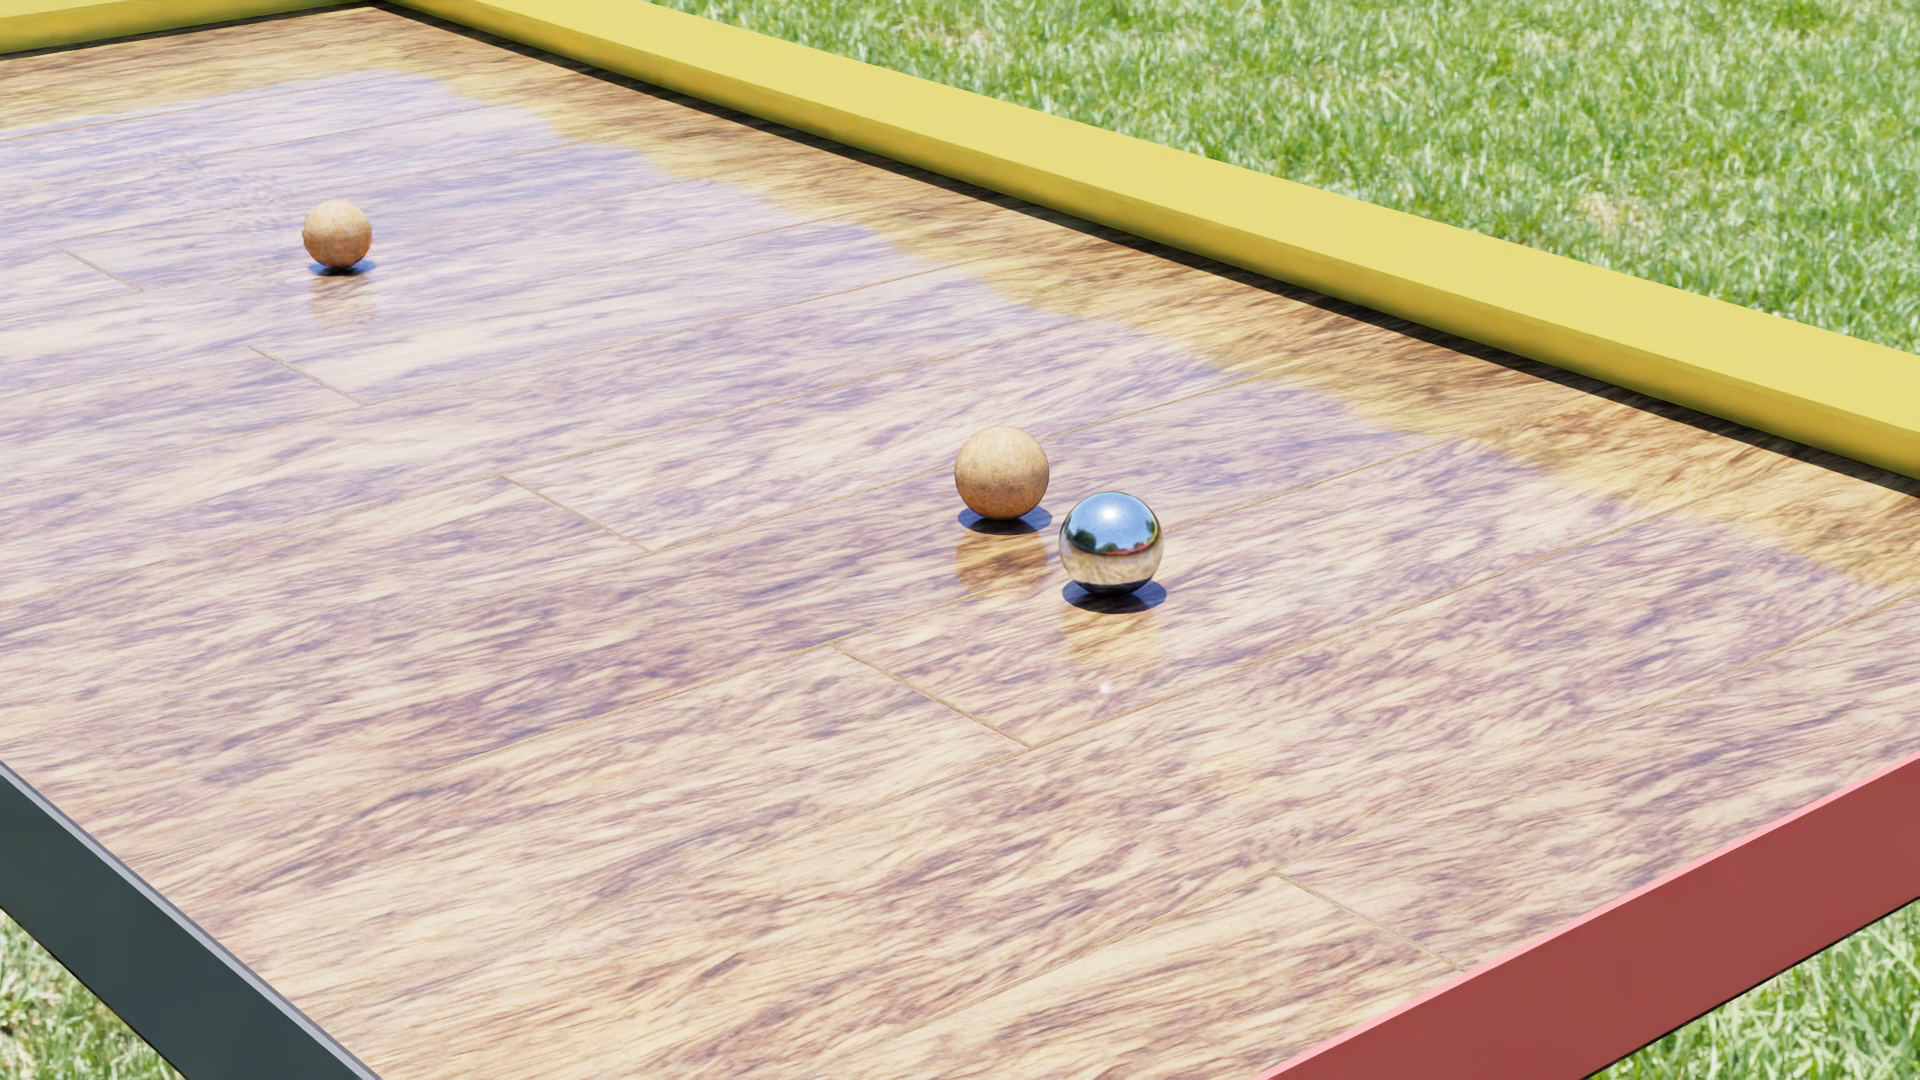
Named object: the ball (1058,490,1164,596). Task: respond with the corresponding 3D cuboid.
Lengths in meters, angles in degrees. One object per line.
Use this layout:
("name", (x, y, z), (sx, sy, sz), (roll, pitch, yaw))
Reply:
("ball", (0.126, 0.003, 2.450), (0.088, 0.088, 0.088), (0, 22, 0))

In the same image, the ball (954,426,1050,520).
("ball", (0.037, -0.059, 2.610), (0.085, 0.085, 0.085), (0, 22, 0))

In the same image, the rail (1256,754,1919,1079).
("rail", (0.514, 0.217, 1.883), (1.691, 0.115, 0.045), (-17, 28, -36))

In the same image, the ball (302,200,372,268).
("ball", (-0.705, -0.347, 3.333), (0.078, 0.078, 0.078), (0, 22, 0))

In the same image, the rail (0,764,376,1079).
("rail", (-1.160, -0.055, 2.556), (0.045, 0.115, 3.306), (-17, 28, -36))

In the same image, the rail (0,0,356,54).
("rail", (-1.572, -0.719, 4.204), (1.691, 0.115, 0.045), (-17, 28, -36))

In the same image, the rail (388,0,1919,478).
("rail", (0.102, -0.448, 3.532), (0.045, 0.115, 3.306), (-17, 28, -36))
